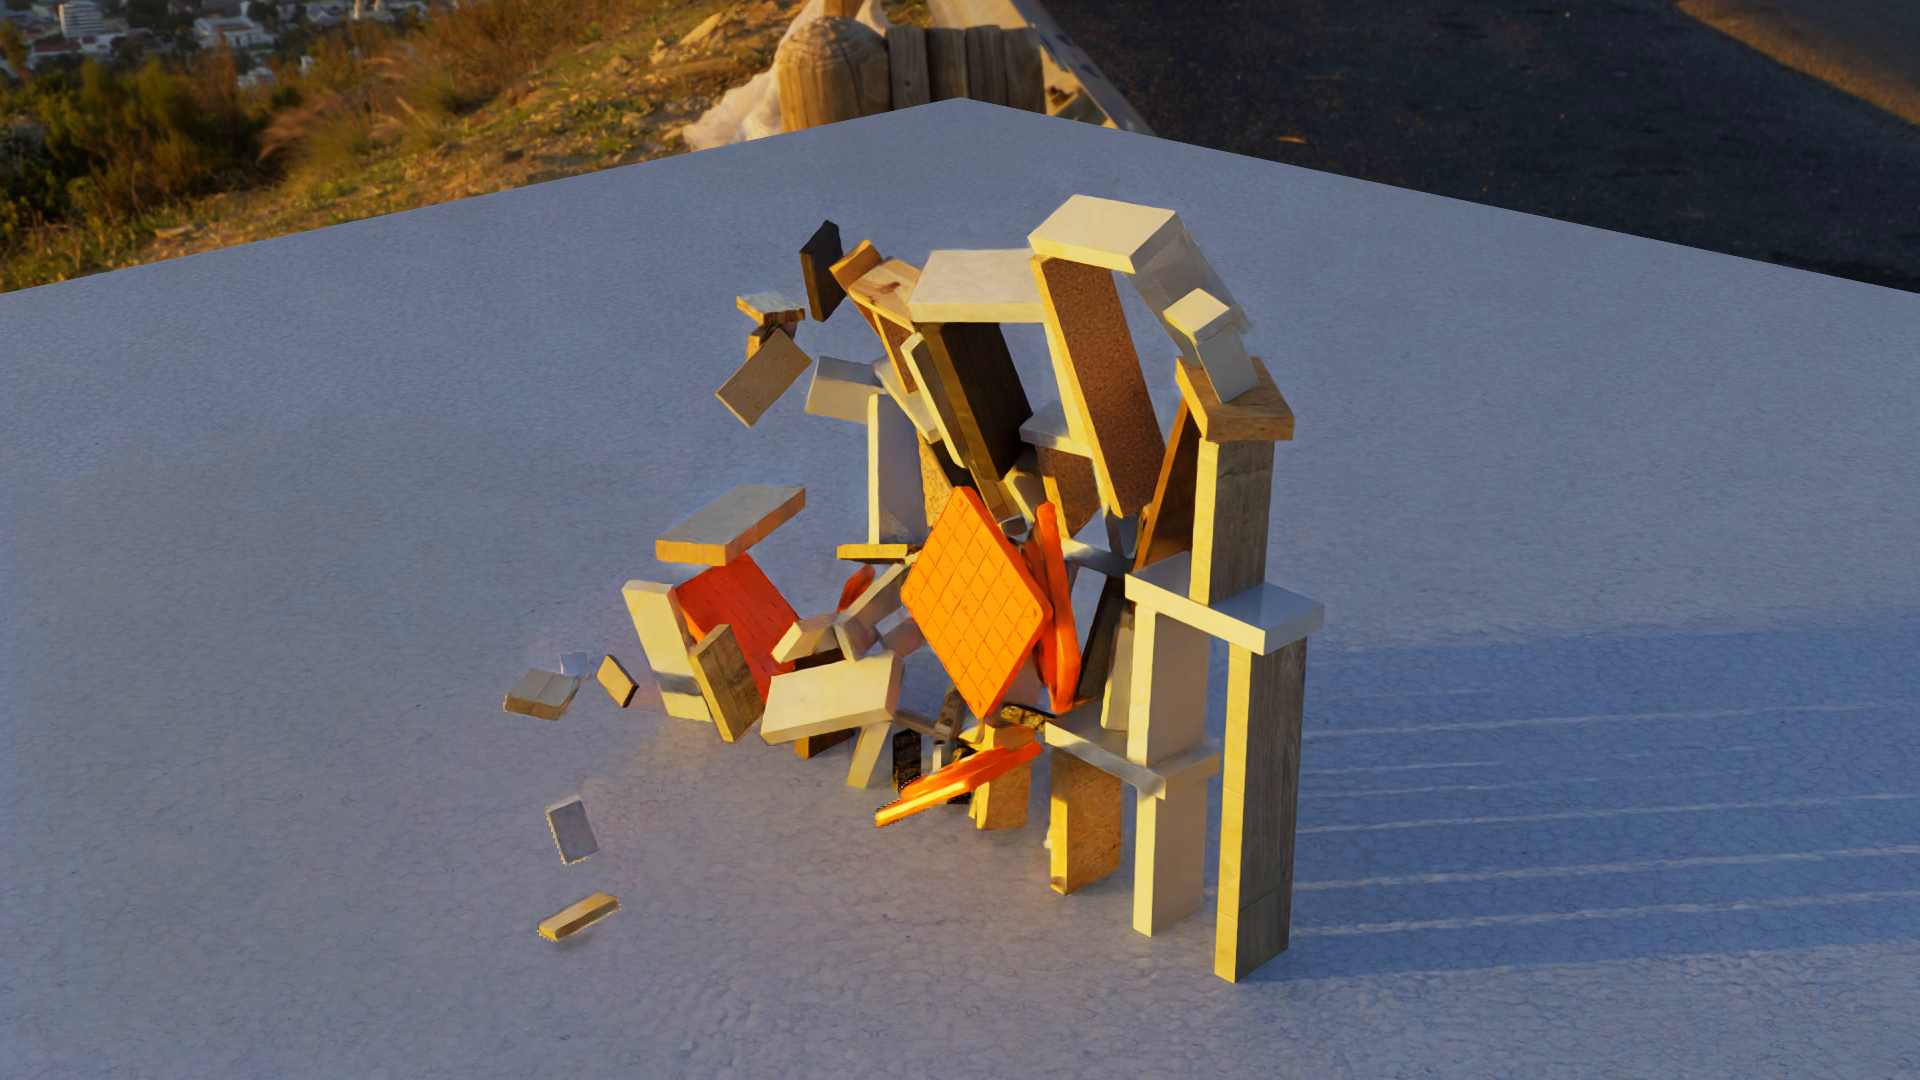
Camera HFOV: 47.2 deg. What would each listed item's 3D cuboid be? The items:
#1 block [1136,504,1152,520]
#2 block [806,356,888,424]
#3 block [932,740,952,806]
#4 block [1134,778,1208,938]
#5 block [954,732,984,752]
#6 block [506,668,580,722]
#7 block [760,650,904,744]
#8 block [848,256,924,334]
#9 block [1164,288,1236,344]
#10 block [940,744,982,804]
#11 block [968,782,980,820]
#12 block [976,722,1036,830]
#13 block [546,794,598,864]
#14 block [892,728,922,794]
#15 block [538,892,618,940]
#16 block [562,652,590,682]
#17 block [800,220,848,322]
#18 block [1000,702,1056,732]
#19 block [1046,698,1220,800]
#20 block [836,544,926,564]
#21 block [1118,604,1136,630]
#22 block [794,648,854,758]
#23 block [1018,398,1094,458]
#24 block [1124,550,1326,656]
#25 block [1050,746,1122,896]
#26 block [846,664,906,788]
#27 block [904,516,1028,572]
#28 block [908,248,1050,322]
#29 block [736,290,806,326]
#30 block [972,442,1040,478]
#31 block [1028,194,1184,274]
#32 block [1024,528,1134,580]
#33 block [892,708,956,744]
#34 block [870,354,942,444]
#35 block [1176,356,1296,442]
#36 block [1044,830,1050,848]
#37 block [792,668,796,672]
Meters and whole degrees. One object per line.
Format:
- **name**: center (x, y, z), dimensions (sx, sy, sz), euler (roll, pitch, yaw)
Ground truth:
- **block**: center (0.367, -0.064, 4.026), dimensions (0.072, 0.020, 0.143), euler (-27, -2, -5)
- **block**: center (-0.248, -0.327, 4.851), dimensions (0.160, 0.045, 0.320), euler (10, -12, -6)
- **block**: center (-0.035, 0.469, 4.480), dimensions (0.018, 0.128, 0.064), euler (6, 14, 20)
- **block**: center (0.388, 0.566, 4.045), dimensions (0.042, 0.298, 0.149), euler (21, 31, 41)
- **block**: center (0.054, 0.418, 4.431), dimensions (0.122, 0.017, 0.061), euler (22, 5, 42)
- **block**: center (-0.888, 0.328, 4.686), dimensions (0.110, 0.031, 0.221), euler (13, 12, -1)
- **block**: center (-0.255, 0.313, 4.372), dimensions (0.283, 0.040, 0.142), euler (-14, 46, 24)
- **block**: center (-0.107, -0.462, 4.127), dimensions (0.108, 0.030, 0.215), euler (-39, 41, -16)
- **block**: center (0.389, -0.367, 3.584), dimensions (0.073, 0.021, 0.146), euler (-34, 24, -1)
- **block**: center (0.005, 0.477, 4.464), dimensions (0.061, 0.122, 0.017), euler (6, 14, -43)
- **block**: center (0.062, 0.500, 4.409), dimensions (0.061, 0.122, 0.017), euler (6, 16, -41)
- **block**: center (0.091, 0.468, 4.367), dimensions (0.104, 0.208, 0.029), euler (-1, 11, -37)
- **block**: center (-0.743, 0.555, 4.217), dimensions (0.066, 0.131, 0.019), euler (-22, 34, -16)
- **block**: center (-0.109, 0.452, 4.531), dimensions (0.018, 0.128, 0.064), euler (21, 31, 41)
- **block**: center (-0.700, 0.690, 4.033), dimensions (0.131, 0.019, 0.066), euler (-26, 17, -32)
- **block**: center (-0.883, 0.292, 5.050), dimensions (0.059, 0.017, 0.119), euler (-4, 23, -9)
- **block**: center (-0.263, -0.521, 4.277), dimensions (0.027, 0.187, 0.094), euler (24, 59, 22)
- **block**: center (0.193, 0.366, 4.305), dimensions (0.208, 0.029, 0.104), euler (18, 1, 23)
- **block**: center (0.316, 0.380, 4.046), dimensions (0.149, 0.042, 0.298), euler (-20, 30, -39)
- **block**: center (-0.152, 0.029, 4.596), dimensions (0.195, 0.028, 0.098), euler (-1, -8, 41)
- **block**: center (0.351, 0.131, 4.048), dimensions (0.097, 0.028, 0.194), euler (14, 16, 7)
- **block**: center (-0.285, 0.310, 4.666), dimensions (0.040, 0.283, 0.142), euler (22, 31, 36)
- **block**: center (0.234, -0.209, 4.176), dimensions (0.223, 0.032, 0.112), euler (16, 44, 38)
- **block**: center (0.453, 0.105, 3.780), dimensions (0.157, 0.044, 0.314), euler (-19, 30, -39)
- **block**: center (0.239, 0.511, 4.174), dimensions (0.149, 0.298, 0.042), euler (-20, 29, -39)
- **block**: center (-0.171, 0.376, 4.473), dimensions (0.040, 0.283, 0.142), euler (17, 54, -3)
- **block**: center (0.012, 0.008, 4.436), dimensions (0.229, 0.032, 0.114), euler (-19, 0, 27)
- **block**: center (0.074, -0.460, 3.970), dimensions (0.304, 0.043, 0.152), euler (3, 48, 22)
- **block**: center (-0.389, -0.476, 4.514), dimensions (0.089, 0.025, 0.177), euler (-10, 21, -20)
- **block**: center (0.090, -0.169, 4.281), dimensions (0.150, 0.021, 0.075), euler (14, 53, 24)
- **block**: center (0.242, -0.515, 3.687), dimensions (0.124, 0.035, 0.248), euler (-44, 38, -22)
- **block**: center (0.287, 0.044, 4.345), dimensions (0.299, 0.042, 0.149), euler (18, 1, 41)
- **block**: center (-0.072, 0.377, 4.476), dimensions (0.128, 0.018, 0.064), euler (19, 12, 11)
- **block**: center (-0.065, -0.300, 4.343), dimensions (0.123, 0.035, 0.247), euler (-30, 49, -9)
- **block**: center (0.464, -0.241, 3.731), dimensions (0.146, 0.041, 0.292), euler (0, 25, -5)
- **block**: center (0.227, 0.502, 4.280), dimensions (0.029, 0.208, 0.104), euler (16, 0, 29)
- **block**: center (-0.338, 0.346, 4.790), dimensions (0.019, 0.066, 0.131), euler (-20, 46, 7)
